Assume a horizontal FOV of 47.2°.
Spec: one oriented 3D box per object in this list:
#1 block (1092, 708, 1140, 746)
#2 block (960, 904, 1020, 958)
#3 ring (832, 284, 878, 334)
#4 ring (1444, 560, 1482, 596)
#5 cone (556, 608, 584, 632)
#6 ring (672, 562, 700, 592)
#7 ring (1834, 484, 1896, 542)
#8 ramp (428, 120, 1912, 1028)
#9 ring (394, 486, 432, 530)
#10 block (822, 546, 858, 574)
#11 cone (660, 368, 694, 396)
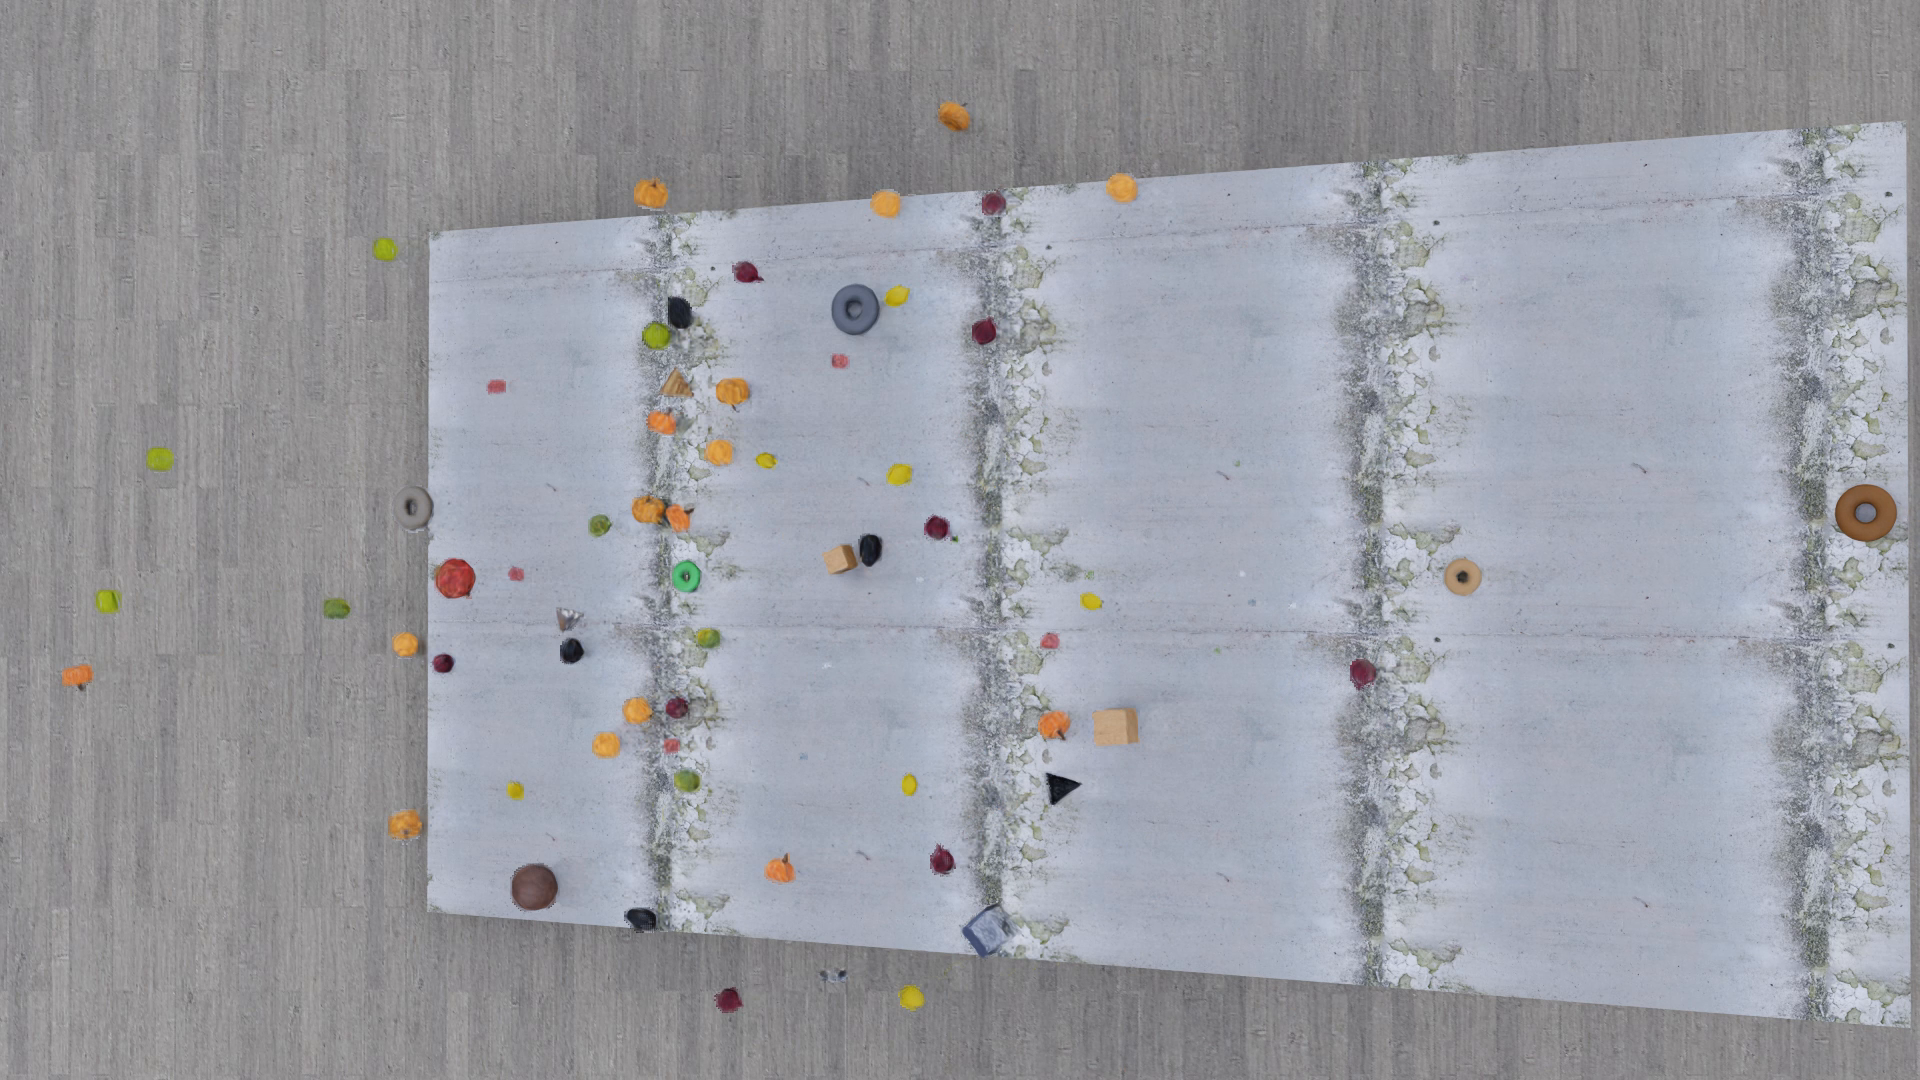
[{"bbox_3d":[0.393,0.472,5.549,0.087,0.087,0.087,-6,87,24],"label":"block"},{"bbox_3d":[0.079,1.010,5.679,0.093,0.093,0.093,-44,73,17],"label":"block"},{"bbox_3d":[-0.281,-0.618,5.885,0.137,0.046,0.137,-1,89,23],"label":"ring"},{"bbox_3d":[1.195,0.089,5.228,0.088,0.029,0.088,0,90,23],"label":"ring"},{"bbox_3d":[-1.101,0.219,6.246,0.074,0.074,0.074,-14,89,-3],"label":"cone"},{"bbox_3d":[-0.758,0.103,6.097,0.087,0.029,0.087,-1,89,25],"label":"ring"},{"bbox_3d":[2.003,-0.060,4.862,0.128,0.043,0.128,-1,88,28],"label":"ring"},{"bbox_3d":[0.283,0.083,5.705,4.000,0.100,2.000,0,89,24],"label":"ramp"},{"bbox_3d":[-1.609,-0.094,6.471,0.129,0.043,0.129,0,91,25],"label":"ring"},{"bbox_3d":[-0.321,0.054,5.886,0.060,0.060,0.060,-24,80,22],"label":"block"},{"bbox_3d":[-0.773,-0.422,6.104,0.088,0.088,0.088,32,89,-6],"label":"cone"}]
